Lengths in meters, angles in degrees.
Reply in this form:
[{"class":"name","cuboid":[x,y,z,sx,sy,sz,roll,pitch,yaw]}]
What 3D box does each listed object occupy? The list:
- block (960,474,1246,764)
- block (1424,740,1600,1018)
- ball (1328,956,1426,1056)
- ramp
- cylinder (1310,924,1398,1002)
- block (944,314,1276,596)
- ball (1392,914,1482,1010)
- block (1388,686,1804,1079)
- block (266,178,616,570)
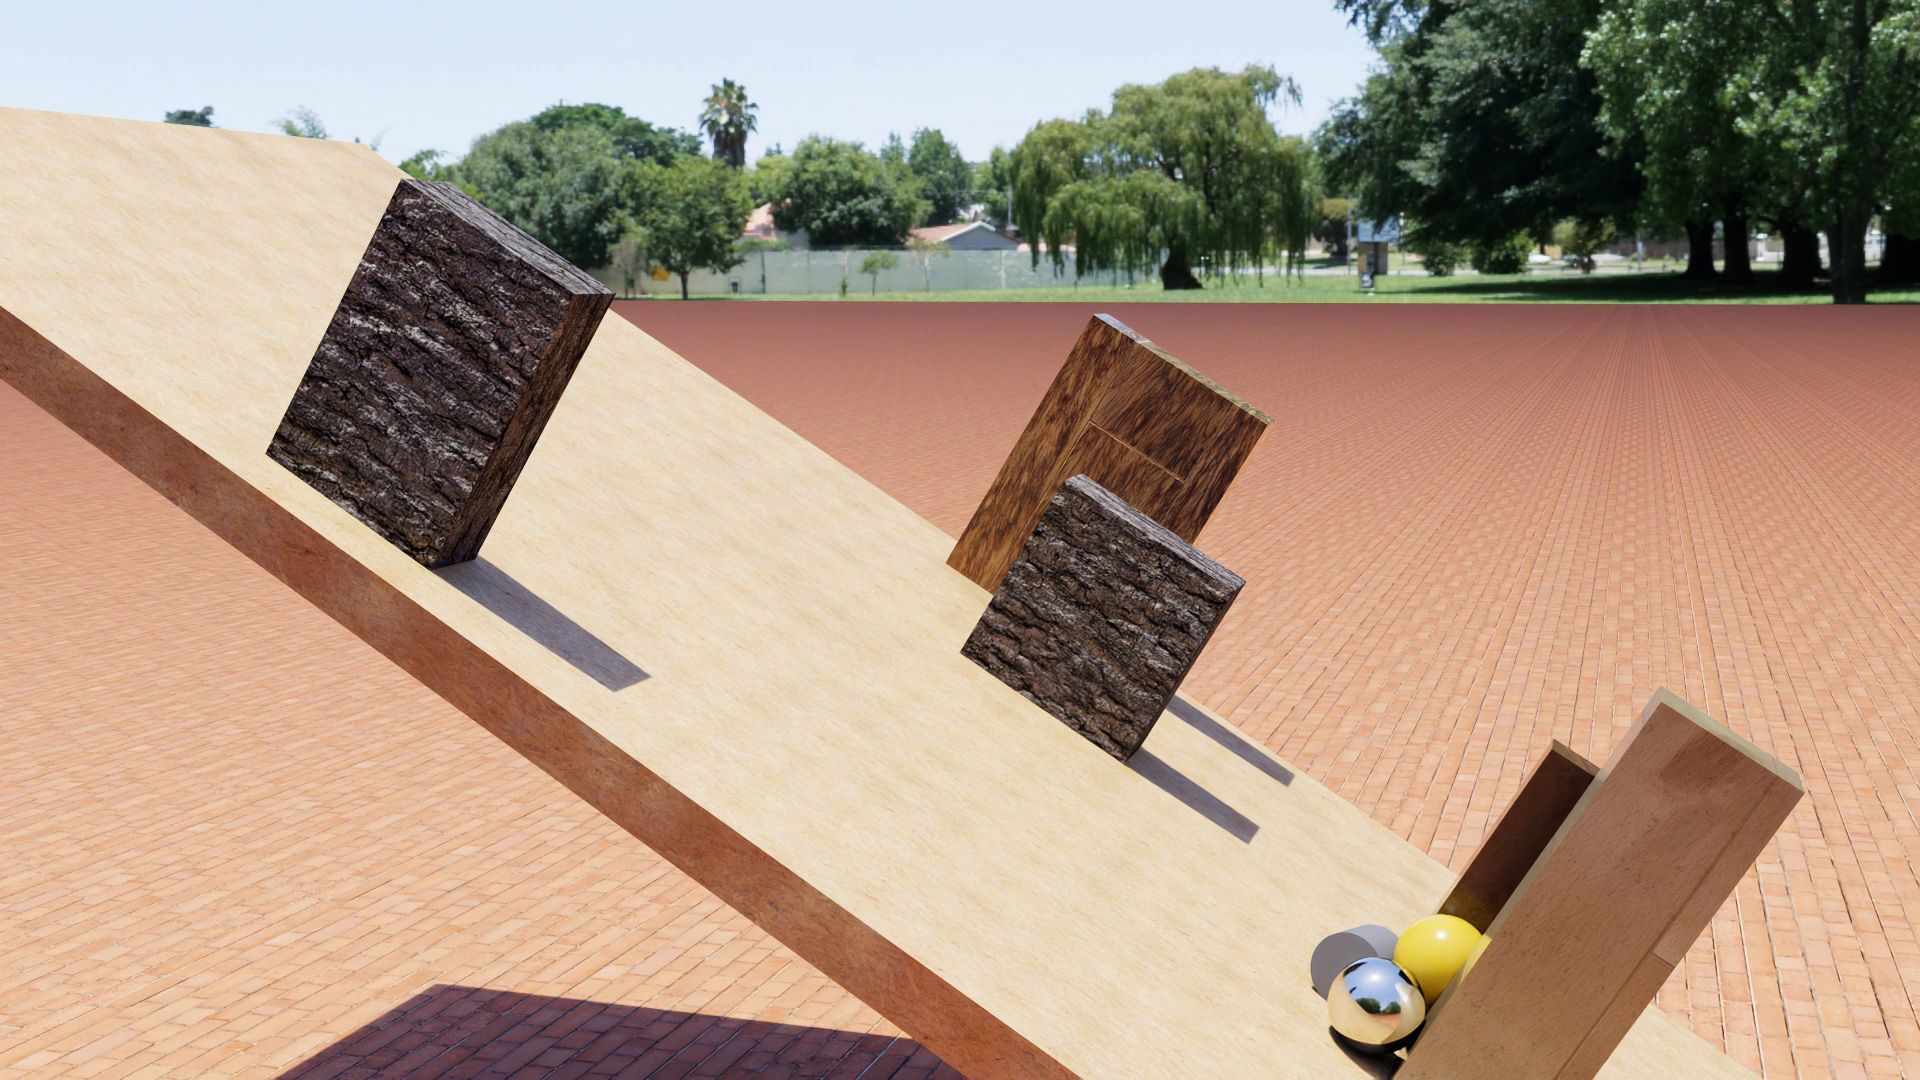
[{"class":"block","cuboid":[0.282,0.153,4.353,0.393,0.411,0.145,34,15,11]},{"class":"block","cuboid":[1.020,0.677,3.786,0.361,0.558,0.090,34,15,11]},{"class":"ball","cuboid":[0.686,0.767,3.625,0.159,0.159,0.159,0,7,0]},{"class":"ramp","cuboid":[-0.162,0.267,4.117,4.000,0.100,2.000,34,15,11]},{"class":"cylinder","cuboid":[0.690,0.736,3.794,0.130,0.130,0.130,4,-1,31]},{"class":"block","cuboid":[0.326,-0.103,4.814,0.443,0.644,0.125,34,15,11]},{"class":"ball","cuboid":[0.816,0.716,3.720,0.164,0.164,0.164,0,7,0]},{"class":"block","cuboid":[0.999,0.626,3.493,0.246,0.772,0.143,34,15,11]},{"class":"block","cuboid":[-0.805,-0.256,3.400,0.332,0.493,0.139,34,15,11]}]
